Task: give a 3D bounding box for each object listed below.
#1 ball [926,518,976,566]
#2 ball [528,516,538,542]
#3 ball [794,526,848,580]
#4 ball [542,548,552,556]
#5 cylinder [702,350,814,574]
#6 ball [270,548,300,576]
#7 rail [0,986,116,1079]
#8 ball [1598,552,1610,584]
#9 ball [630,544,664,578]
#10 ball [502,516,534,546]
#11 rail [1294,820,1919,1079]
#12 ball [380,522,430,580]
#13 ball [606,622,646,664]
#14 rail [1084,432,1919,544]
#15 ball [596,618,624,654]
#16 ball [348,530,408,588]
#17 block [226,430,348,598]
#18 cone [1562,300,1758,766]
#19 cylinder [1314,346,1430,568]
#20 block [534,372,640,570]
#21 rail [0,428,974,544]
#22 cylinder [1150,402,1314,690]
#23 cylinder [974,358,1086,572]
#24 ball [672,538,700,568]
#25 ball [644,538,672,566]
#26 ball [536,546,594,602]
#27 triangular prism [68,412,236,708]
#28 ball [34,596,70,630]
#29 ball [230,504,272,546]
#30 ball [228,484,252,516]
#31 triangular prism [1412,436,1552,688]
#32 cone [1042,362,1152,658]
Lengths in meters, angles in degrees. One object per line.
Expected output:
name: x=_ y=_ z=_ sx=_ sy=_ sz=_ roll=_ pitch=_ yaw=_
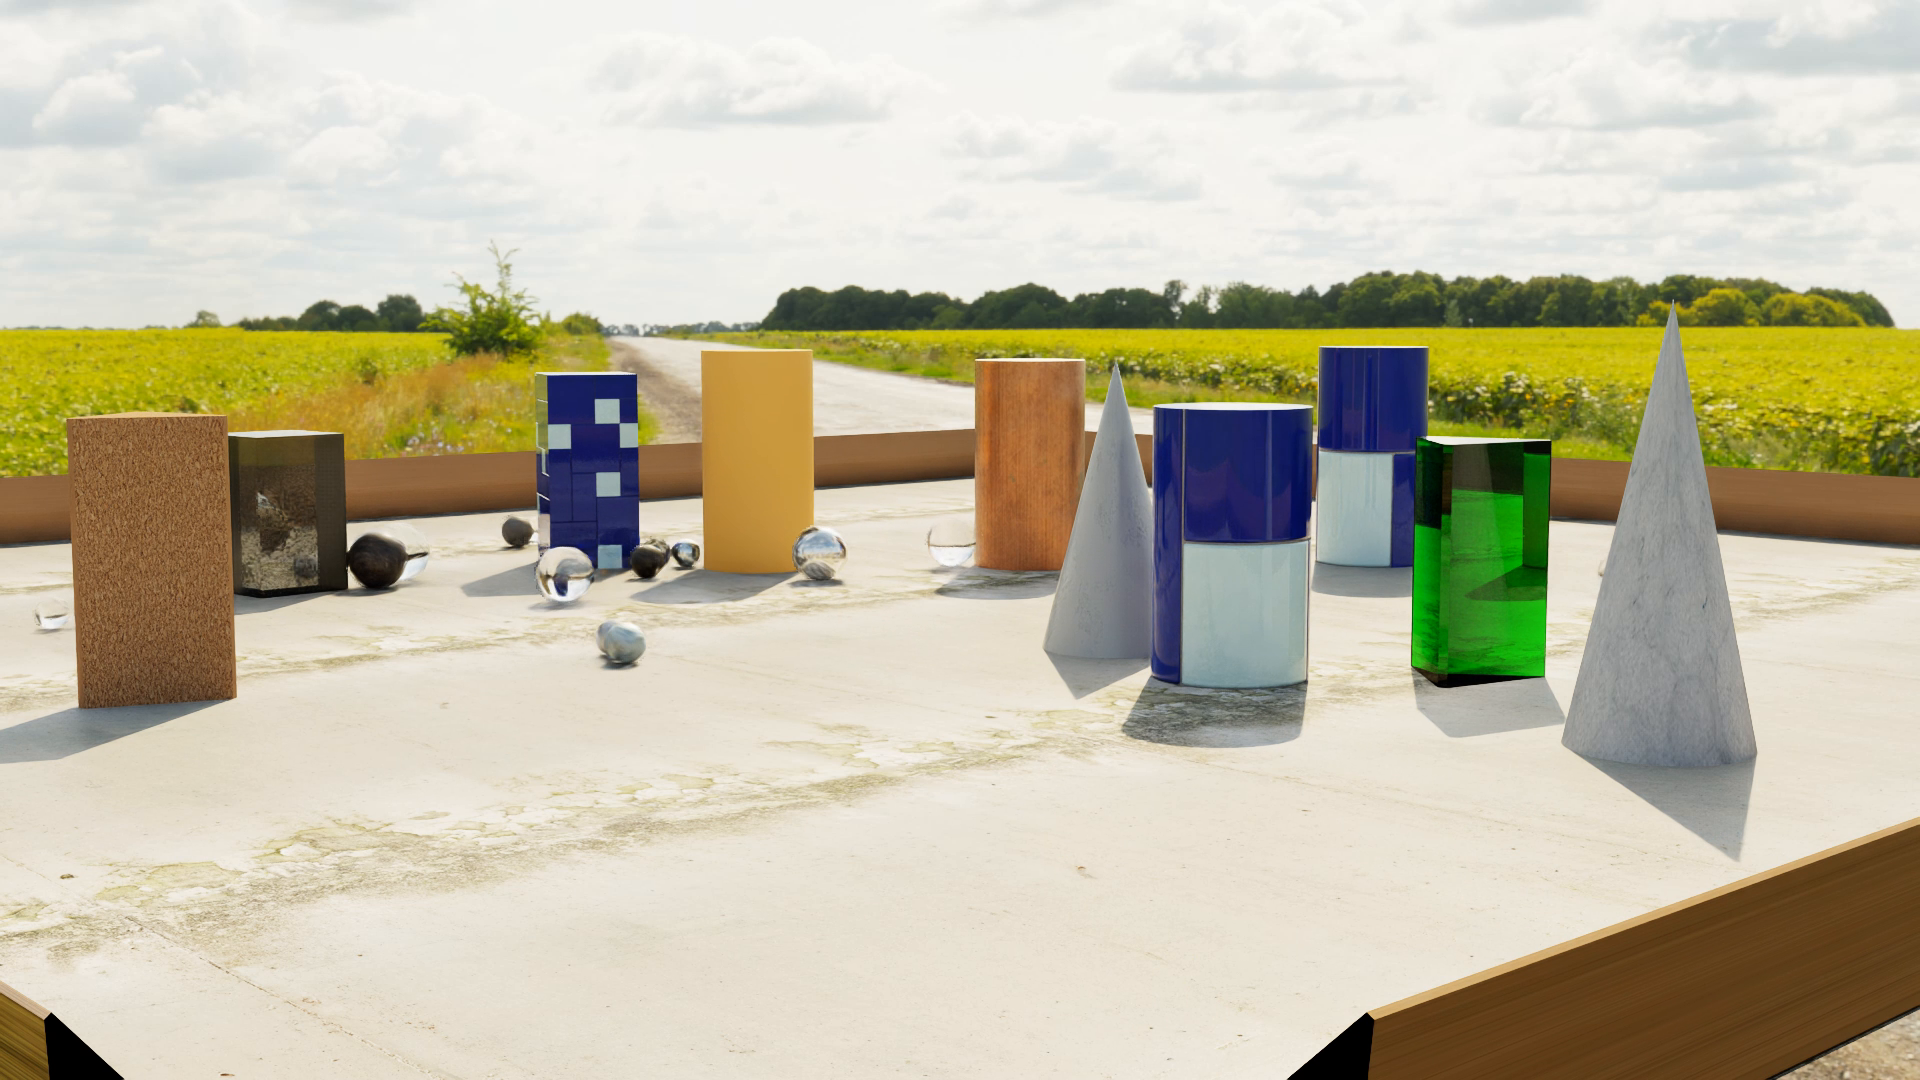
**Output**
ball: x=-0.015 y=0.004 z=3.801 sx=0.084 sy=0.084 sz=0.084 roll=0 pitch=6 yaw=0
ball: x=-0.810 y=-0.021 z=4.204 sx=0.050 sy=0.050 sz=0.050 roll=0 pitch=6 yaw=0
ball: x=-0.229 y=0.022 z=3.613 sx=0.089 sy=0.089 sz=0.089 roll=0 pitch=6 yaw=0
ball: x=-0.688 y=0.034 z=3.725 sx=0.040 sy=0.040 sz=0.040 roll=0 pitch=6 yaw=0
cylinder: x=-0.347 y=-0.139 z=3.784 sx=0.191 sy=0.373 sz=0.191 roll=0 pitch=6 yaw=0
ball: x=-1.124 y=0.038 z=3.662 sx=0.047 sy=0.047 sz=0.047 roll=0 pitch=6 yaw=0
rail: x=-1.373 y=0.165 z=2.072 sx=0.045 sy=0.124 sz=3.693 roll=-6 pitch=8 yaw=-42
ball: x=1.026 y=0.051 z=3.411 sx=0.072 sy=0.072 sz=0.072 roll=0 pitch=6 yaw=0
ball: x=-0.517 y=0.036 z=3.638 sx=0.055 sy=0.055 sz=0.055 roll=0 pitch=6 yaw=0
ball: x=-0.829 y=-0.016 z=4.118 sx=0.058 sy=0.058 sz=0.058 roll=0 pitch=6 yaw=0
rail: x=1.236 y=0.173 z=2.000 sx=3.784 sy=0.124 sz=0.045 roll=-6 pitch=8 yaw=-42
ball: x=-0.918 y=0.019 z=3.602 sx=0.096 sy=0.096 sz=0.096 roll=0 pitch=6 yaw=0
ball: x=-0.421 y=0.129 z=2.767 sx=0.051 sy=0.051 sz=0.051 roll=0 pitch=6 yaw=0
rail: x=1.373 y=-0.100 z=4.592 sx=0.045 sy=0.124 sz=3.693 roll=-6 pitch=8 yaw=-42
ball: x=-0.445 y=0.125 z=2.830 sx=0.048 sy=0.048 sz=0.048 roll=0 pitch=6 yaw=0
ball: x=-0.929 y=0.030 z=3.509 sx=0.093 sy=0.093 sz=0.093 roll=0 pitch=6 yaw=0
block: x=-1.081 y=-0.044 z=3.479 sx=0.153 sy=0.248 sz=0.153 roll=5 pitch=8 yaw=42
cone: x=0.711 y=-0.015 z=2.217 sx=0.191 sy=0.454 sz=0.191 roll=0 pitch=6 yaw=0
cylinder: x=0.723 y=-0.150 z=3.861 sx=0.191 sy=0.378 sz=0.191 roll=0 pitch=6 yaw=0
block: x=-0.649 y=-0.123 z=3.824 sx=0.153 sy=0.332 sz=0.153 roll=-2 pitch=6 yaw=-19
rail: x=-1.236 y=-0.108 z=4.664 sx=3.784 sy=0.124 sz=0.045 roll=-6 pitch=8 yaw=-42
cylinder: x=0.327 y=0.002 z=2.654 sx=0.191 sy=0.328 sz=0.191 roll=0 pitch=6 yaw=0
cylinder: x=0.121 y=-0.134 z=3.816 sx=0.191 sy=0.356 sz=0.191 roll=0 pitch=6 yaw=0
ball: x=-0.473 y=0.022 z=3.795 sx=0.050 sy=0.050 sz=0.050 roll=0 pitch=6 yaw=0
ball: x=-0.522 y=0.023 z=3.778 sx=0.052 sy=0.052 sz=0.052 roll=0 pitch=6 yaw=0
ball: x=-0.599 y=0.052 z=3.336 sx=0.086 sy=0.086 sz=0.086 roll=0 pitch=6 yaw=0
triangular prism: x=-0.934 y=0.017 z=2.536 sx=0.166 sy=0.324 sz=0.143 roll=-3 pitch=7 yaw=-23
ball: x=-1.264 y=0.101 z=3.061 sx=0.045 sy=0.045 sz=0.045 roll=0 pitch=6 yaw=0
ball: x=-1.334 y=-0.027 z=4.130 sx=0.077 sy=0.077 sz=0.077 roll=0 pitch=6 yaw=0
ball: x=-1.456 y=-0.063 z=4.373 sx=0.092 sy=0.092 sz=0.092 roll=0 pitch=6 yaw=0
triangular prism: x=0.603 y=0.021 z=2.675 sx=0.166 sy=0.287 sz=0.143 roll=-3 pitch=7 yaw=-30
cone: x=0.203 y=-0.047 z=2.880 sx=0.191 sy=0.379 sz=0.191 roll=0 pitch=6 yaw=0
